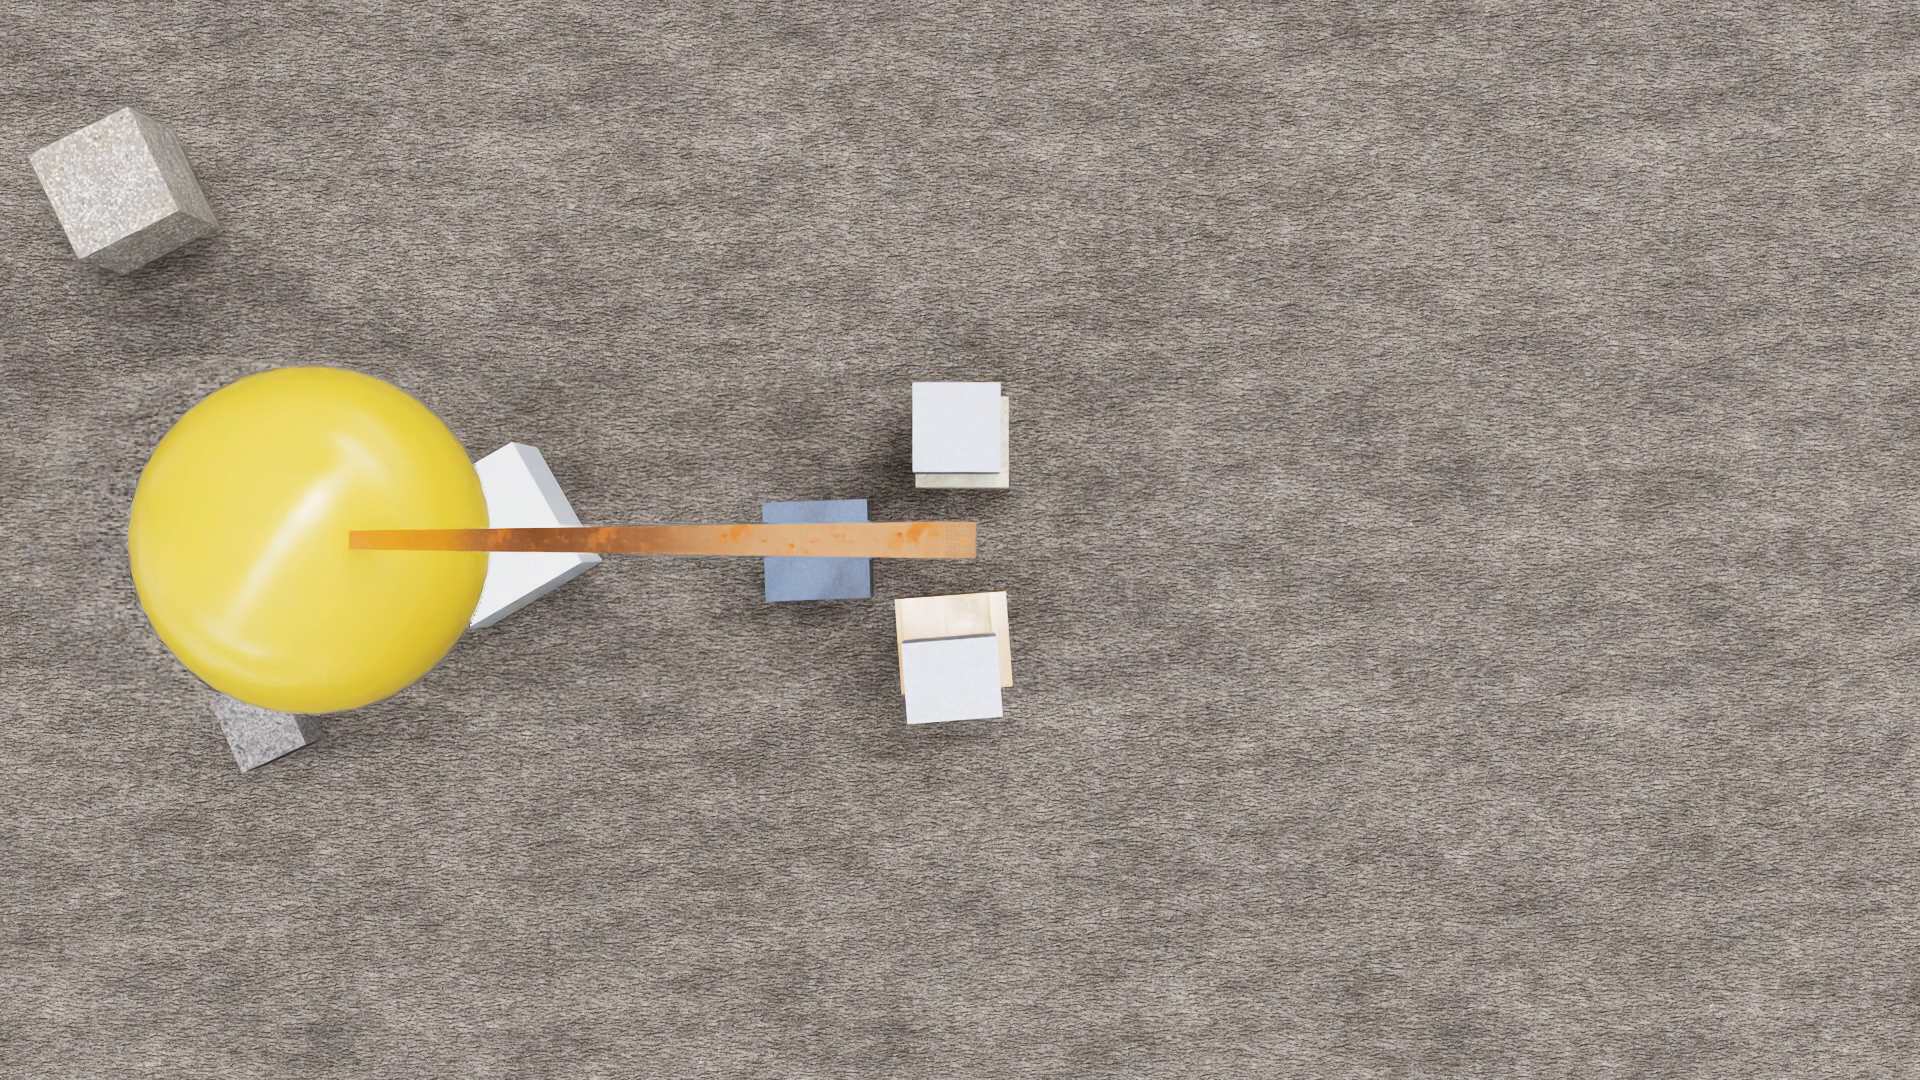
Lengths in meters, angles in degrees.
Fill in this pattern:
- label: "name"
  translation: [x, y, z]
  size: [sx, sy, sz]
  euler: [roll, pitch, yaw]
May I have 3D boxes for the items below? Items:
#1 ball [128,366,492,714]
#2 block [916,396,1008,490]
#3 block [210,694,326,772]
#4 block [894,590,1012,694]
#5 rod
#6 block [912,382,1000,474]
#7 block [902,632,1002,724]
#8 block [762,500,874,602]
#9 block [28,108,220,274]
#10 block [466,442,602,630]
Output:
- label: "ball"
  translation: [-2.964, 0.000, 10.088]
  size: [1.600, 1.600, 1.600]
  euler: [0, 90, 0]
- label: "block"
  translation: [0.012, -0.558, 12.758]
  size: [0.529, 0.485, 0.515]
  euler: [0, 90, 0]
- label: "block"
  translation: [-4.021, 1.048, 12.796]
  size: [0.400, 0.408, 0.450]
  euler: [-24, 90, 0]
- label: "block"
  translation: [-0.036, 0.582, 12.721]
  size: [0.630, 0.558, 0.538]
  euler: [-4, 90, 0]
- label: "rod"
  translation: [-1.284, 0.000, 7.132]
  size: [0.080, 5.200, 0.080]
  euler: [0, 90, -30]
- label: "block"
  translation: [-0.019, -0.617, 12.270]
  size: [0.480, 0.490, 0.488]
  euler: [0, 90, 0]
- label: "block"
  translation: [-0.044, 0.764, 12.211]
  size: [0.520, 0.462, 0.438]
  euler: [-5, 90, 0]
- label: "block"
  translation: [-0.813, 0.059, 12.723]
  size: [0.593, 0.555, 0.559]
  euler: [-2, 90, 0]
- label: "block"
  translation: [-4.799, -2.000, 12.660]
  size: [0.624, 0.679, 0.649]
  euler: [-26, 90, 0]
- label: "block"
  translation: [-2.638, -0.019, 12.633]
  size: [0.768, 0.735, 0.776]
  euler: [-30, 90, 0]
